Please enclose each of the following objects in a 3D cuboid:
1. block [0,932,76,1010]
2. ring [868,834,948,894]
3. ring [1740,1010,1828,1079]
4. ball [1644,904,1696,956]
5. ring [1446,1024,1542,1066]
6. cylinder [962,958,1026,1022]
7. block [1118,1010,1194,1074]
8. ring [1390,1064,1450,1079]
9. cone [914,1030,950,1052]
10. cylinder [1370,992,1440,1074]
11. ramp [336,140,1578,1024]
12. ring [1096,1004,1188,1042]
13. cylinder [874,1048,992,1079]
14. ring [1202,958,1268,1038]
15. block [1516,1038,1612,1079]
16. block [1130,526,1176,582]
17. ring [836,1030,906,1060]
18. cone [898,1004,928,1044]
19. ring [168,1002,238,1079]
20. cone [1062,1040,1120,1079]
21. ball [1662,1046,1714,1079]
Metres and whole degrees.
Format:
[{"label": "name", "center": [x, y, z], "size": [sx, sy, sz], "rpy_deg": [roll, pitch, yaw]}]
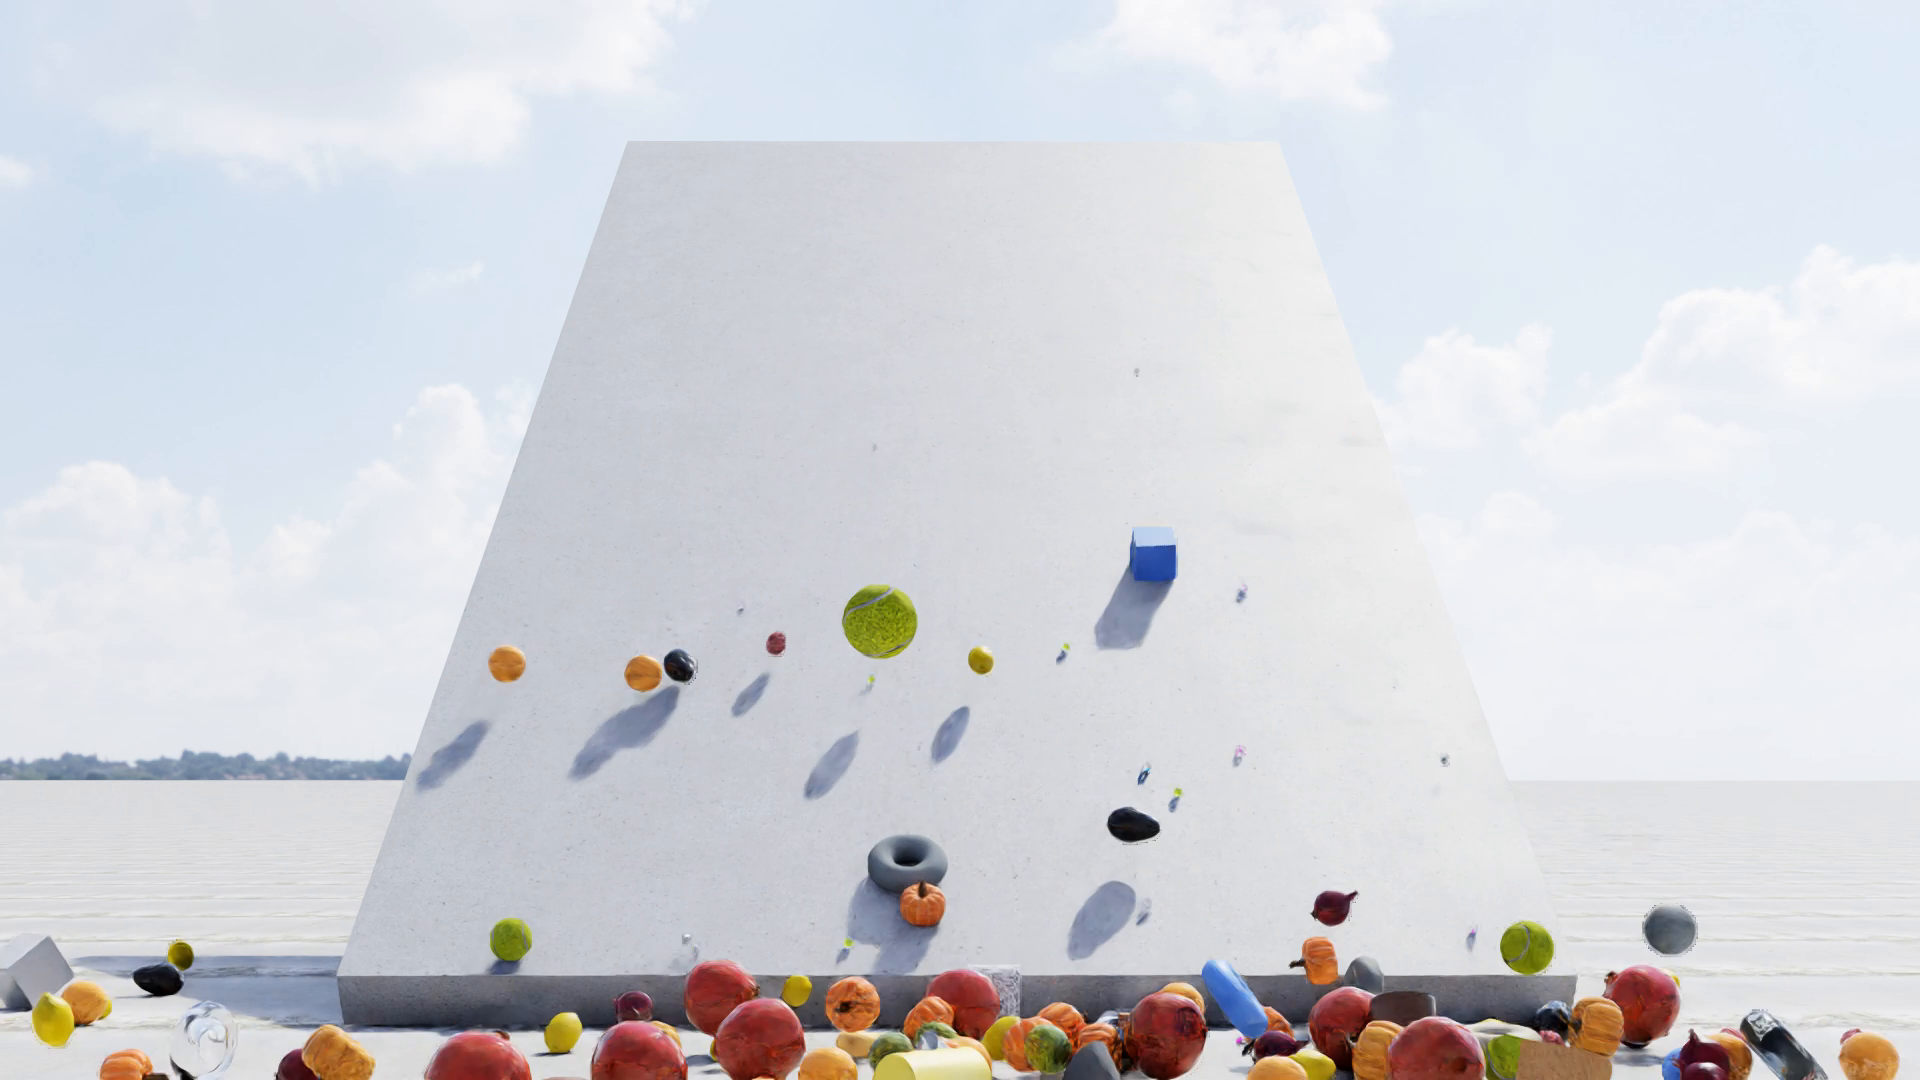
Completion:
[{"label": "block", "center": [-1.622, 0.750, 4.173], "size": [0.092, 0.092, 0.092], "rpy_deg": [-4, 29, 39]}, {"label": "ring", "center": [-0.089, 0.551, 4.086], "size": [0.139, 0.046, 0.139], "rpy_deg": [1, 30, -1]}, {"label": "ring", "center": [1.006, 0.629, 2.923], "size": [0.044, 0.131, 0.131], "rpy_deg": [-41, -10, 3]}, {"label": "ball", "center": [1.293, 0.710, 4.368], "size": [0.091, 0.091, 0.091], "rpy_deg": [0, -6, 0]}, {"label": "ring", "center": [0.758, 0.717, 3.404], "size": [0.136, 0.045, 0.136], "rpy_deg": [-1, -2, 0]}, {"label": "cylinder", "center": [0.053, 0.707, 3.769], "size": [0.080, 0.080, 0.080], "rpy_deg": [17, -9, -10]}, {"label": "block", "center": [0.271, 0.692, 3.313], "size": [0.076, 0.076, 0.076], "rpy_deg": [-5, -7, 41]}, {"label": "ring", "center": [0.602, 0.700, 3.134], "size": [0.078, 0.026, 0.078], "rpy_deg": [1, -7, 0]}, {"label": "cone", "center": [-0.013, 0.638, 2.902], "size": [0.072, 0.072, 0.072], "rpy_deg": [23, -13, -18]}, {"label": "cylinder", "center": [0.592, 0.656, 3.190], "size": [0.088, 0.088, 0.088], "rpy_deg": [1, -29, 0]}, {"label": "ramp", "center": [-0.012, -0.218, 5.638], "size": [2.000, 0.100, 4.000], "rpy_deg": [0, 29, 0]}, {"label": "ring", "center": [0.280, 0.735, 3.641], "size": [0.147, 0.049, 0.147], "rpy_deg": [-4, -11, -1]}, {"label": "cylinder", "center": [-0.030, 0.611, 2.637], "size": [0.098, 0.098, 0.098], "rpy_deg": [3, -6, -34]}, {"label": "ring", "center": [0.355, 0.591, 3.094], "size": [0.039, 0.116, 0.116], "rpy_deg": [-37, -9, 3]}, {"label": "block", "center": [0.677, 0.615, 2.695], "size": [0.082, 0.082, 0.082], "rpy_deg": [4, -17, 31]}, {"label": "block", "center": [0.403, 0.028, 5.002], "size": [0.084, 0.084, 0.084], "rpy_deg": [-1, 29, -3]}, {"label": "ring", "center": [-0.127, 0.721, 3.421], "size": [0.101, 0.034, 0.101], "rpy_deg": [8, -9, 1]}, {"label": "cone", "center": [-0.069, 0.723, 3.593], "size": [0.061, 0.061, 0.061], "rpy_deg": [-1, -13, 0]}, {"label": "ring", "center": [-0.964, 0.643, 3.056], "size": [0.036, 0.108, 0.108], "rpy_deg": [3, -4, 24]}, {"label": "cone", "center": [0.184, 0.678, 2.968], "size": [0.083, 0.083, 0.083], "rpy_deg": [30, 15, 38]}, {"label": "ball", "center": [0.919, 0.671, 3.030], "size": [0.062, 0.062, 0.062], "rpy_deg": [0, -6, 0]}]
